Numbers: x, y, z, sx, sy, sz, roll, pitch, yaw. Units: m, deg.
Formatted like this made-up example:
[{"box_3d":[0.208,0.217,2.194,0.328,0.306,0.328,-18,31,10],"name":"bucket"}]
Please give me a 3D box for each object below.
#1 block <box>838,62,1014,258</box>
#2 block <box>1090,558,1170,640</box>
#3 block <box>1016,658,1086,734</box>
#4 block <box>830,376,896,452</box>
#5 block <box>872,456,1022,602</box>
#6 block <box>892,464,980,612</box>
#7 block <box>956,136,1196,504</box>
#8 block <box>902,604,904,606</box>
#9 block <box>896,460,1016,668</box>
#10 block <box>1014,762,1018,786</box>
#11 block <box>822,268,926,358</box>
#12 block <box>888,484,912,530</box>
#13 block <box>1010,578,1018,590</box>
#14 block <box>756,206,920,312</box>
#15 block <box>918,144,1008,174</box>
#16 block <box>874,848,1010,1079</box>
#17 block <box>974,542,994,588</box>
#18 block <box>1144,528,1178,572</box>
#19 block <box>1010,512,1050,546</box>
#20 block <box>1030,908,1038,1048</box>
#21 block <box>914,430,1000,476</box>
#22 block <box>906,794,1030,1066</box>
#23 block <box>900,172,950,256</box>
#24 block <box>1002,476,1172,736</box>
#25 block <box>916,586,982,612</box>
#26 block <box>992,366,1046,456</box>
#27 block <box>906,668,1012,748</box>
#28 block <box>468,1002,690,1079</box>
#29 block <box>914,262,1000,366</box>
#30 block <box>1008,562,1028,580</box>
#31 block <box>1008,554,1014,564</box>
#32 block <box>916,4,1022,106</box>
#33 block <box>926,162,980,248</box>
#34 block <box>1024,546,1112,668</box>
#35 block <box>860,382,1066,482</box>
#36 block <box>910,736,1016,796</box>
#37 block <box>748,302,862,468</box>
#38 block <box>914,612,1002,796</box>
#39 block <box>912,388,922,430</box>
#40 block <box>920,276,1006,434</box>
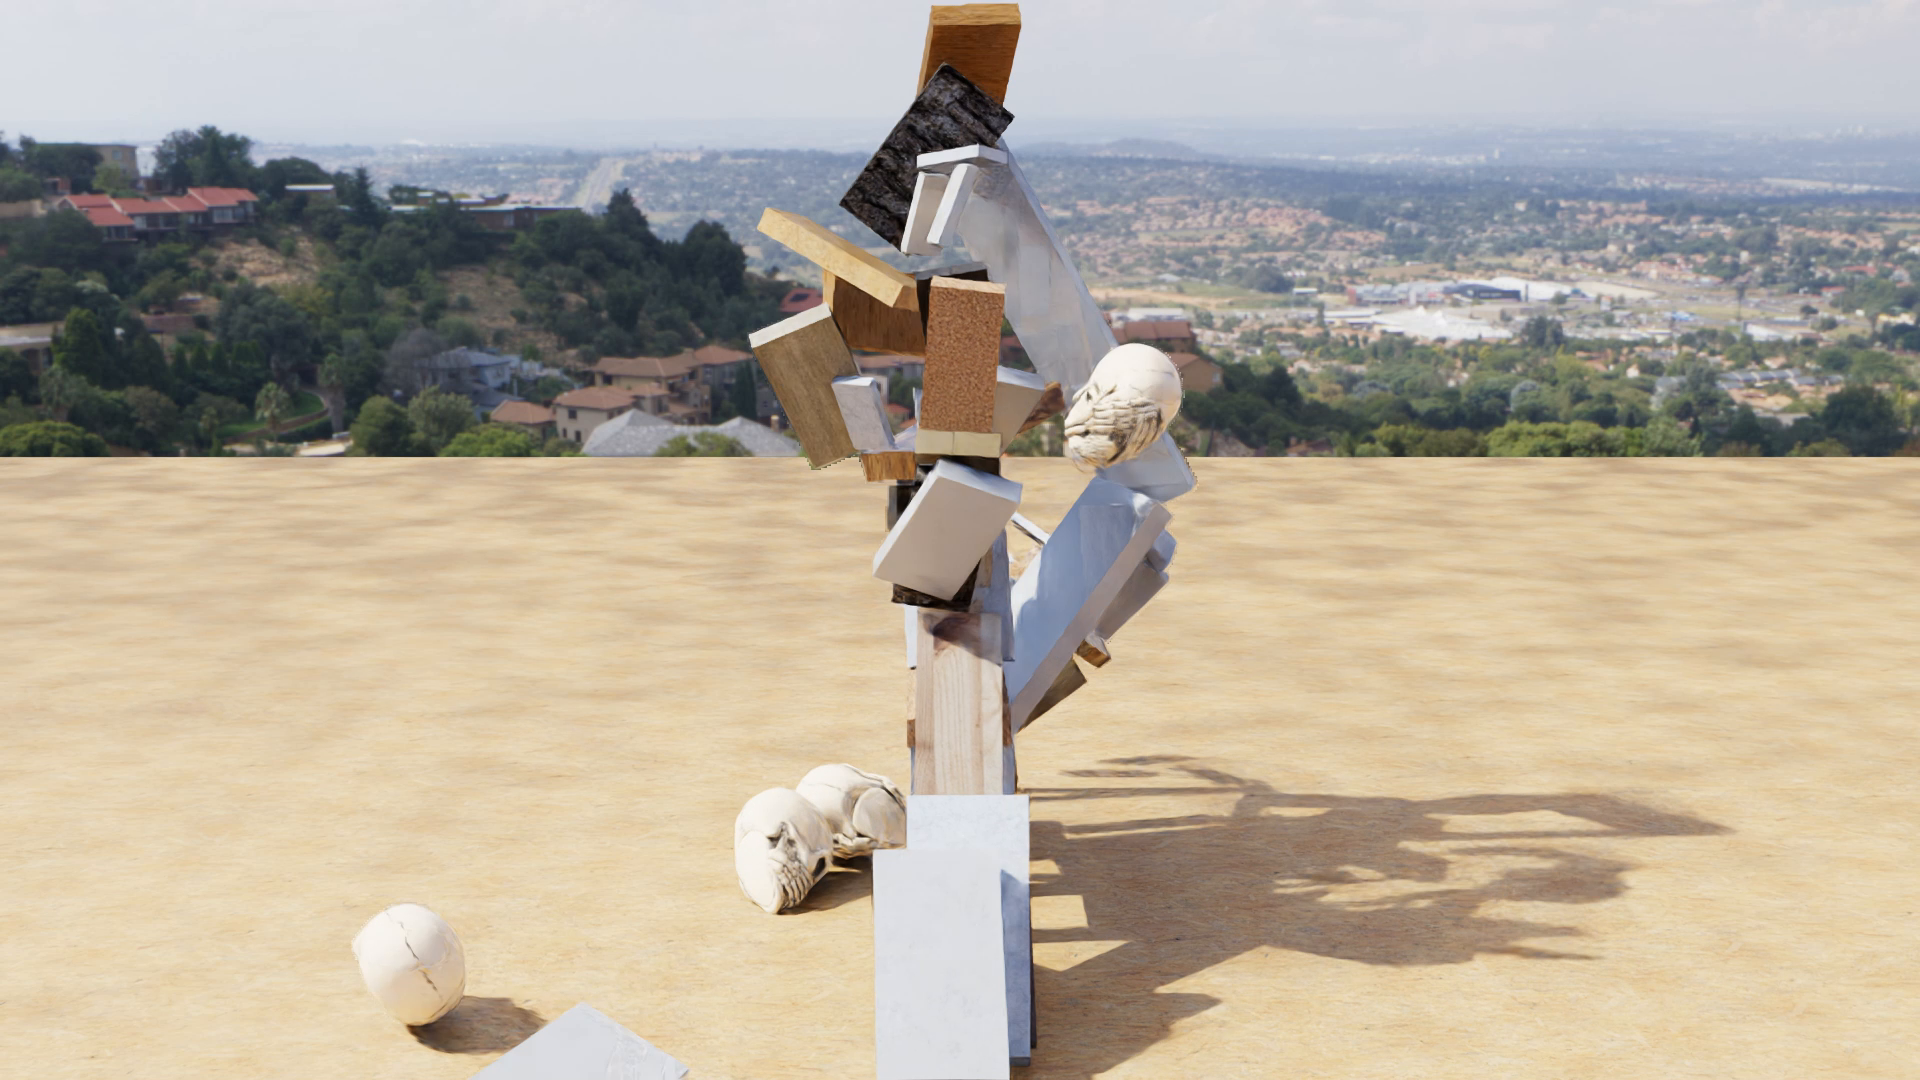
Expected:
[{"box_3d":[-0.056,-0.631,3.648,0.145,0.291,0.041,36,8,-12],"name":"block"},{"box_3d":[0.285,0.100,3.941,0.085,0.170,0.024,32,28,-24],"name":"block"},{"box_3d":[0.109,0.274,3.967,0.226,0.113,0.032,-35,26,-10],"name":"block"},{"box_3d":[-0.155,-0.204,3.550,0.070,0.140,0.020,6,45,26],"name":"block"},{"box_3d":[-0.021,-0.013,3.249,0.129,0.258,0.037,18,49,-15],"name":"block"},{"box_3d":[-0.025,0.002,3.323,0.121,0.291,0.034,8,50,-4],"name":"block"},{"box_3d":[0.180,-0.377,3.913,0.145,0.724,0.041,-26,9,26],"name":"block"},{"box_3d":[-0.033,0.113,4.258,0.143,0.072,0.020,-37,-10,12],"name":"block"},{"box_3d":[-0.008,0.039,3.713,0.174,0.347,0.049,-7,-15,12],"name":"block"},{"box_3d":[0.051,0.387,3.751,0.085,0.024,0.170,10,9,-4],"name":"block"},{"box_3d":[-0.109,-0.391,3.793,0.273,0.136,0.039,4,-3,-33],"name":"block"},{"box_3d":[-0.055,-0.052,3.457,0.140,0.070,0.020,-4,8,-43],"name":"block"},{"box_3d":[0.071,0.281,4.151,0.113,0.416,0.032,18,5,-10],"name":"block"},{"box_3d":[-0.183,-0.452,3.556,0.273,0.039,0.136,32,13,18],"name":"block"},{"box_3d":[0.003,-0.606,3.504,0.133,0.019,0.067,-1,-4,43],"name":"block"},{"box_3d":[-0.028,0.581,2.949,0.172,0.345,0.049,-1,-34,-3],"name":"block"},{"box_3d":[-0.008,-0.006,3.412,0.121,0.034,0.241,1,-33,0],"name":"block"},{"box_3d":[0.348,0.000,3.972,0.024,0.085,0.170,-43,3,17],"name":"block"},{"box_3d":[0.142,-0.012,4.121,0.113,0.016,0.056,36,-8,34],"name":"block"},{"box_3d":[0.037,0.583,3.085,0.129,0.258,0.037,-2,-28,-1],"name":"block"},{"box_3d":[-0.003,-0.116,3.266,0.121,0.034,0.241,3,-11,1],"name":"block"},{"box_3d":[0.010,0.539,3.059,0.172,0.374,0.049,0,-28,1],"name":"block"},{"box_3d":[-0.049,-0.530,3.584,0.067,0.133,0.019,0,28,-32],"name":"block"},{"box_3d":[0.152,0.130,3.844,0.174,0.525,0.049,26,-14,50],"name":"block"},{"box_3d":[-0.020,0.062,3.563,0.104,0.029,0.208,-2,27,-2],"name":"block"},{"box_3d":[0.038,-0.184,3.305,0.104,0.030,0.209,10,-37,-20],"name":"block"},{"box_3d":[-0.005,0.265,3.521,0.161,0.046,0.322,-1,11,-1],"name":"block"},{"box_3d":[-0.496,0.690,2.667,0.172,0.049,0.345,27,23,19],"name":"block"},{"box_3d":[-0.001,-0.304,3.257,0.104,0.209,0.030,-10,31,-2],"name":"block"},{"box_3d":[0.142,0.088,4.239,0.020,0.072,0.143,-13,13,-33],"name":"block"},{"box_3d":[0.039,0.080,4.348,0.143,0.072,0.020,-17,46,-17],"name":"block"},{"box_3d":[0.009,-0.798,3.731,0.145,0.041,0.291,-2,-25,-9],"name":"block"},{"box_3d":[-0.012,-0.527,3.461,0.019,0.133,0.067,20,3,-20],"name":"block"},{"box_3d":[0.197,0.122,4.045,0.032,0.226,0.113,-36,-38,16],"name":"block"},{"box_3d":[0.009,-0.187,3.769,0.174,0.049,0.347,-1,21,41],"name":"block"},{"box_3d":[0.004,0.469,3.434,0.161,0.322,0.046,-1,10,-2],"name":"block"},{"box_3d":[-0.227,-0.250,3.588,0.136,0.273,0.039,-22,42,3],"name":"block"},{"box_3d":[-0.002,0.405,3.220,0.129,0.644,0.037,0,-28,0],"name":"block"},{"box_3d":[-0.024,-0.099,3.529,0.070,0.299,0.020,-7,6,-8],"name":"block"},{"box_3d":[0.002,-0.256,3.174,0.104,0.252,0.030,7,34,2],"name":"block"}]
